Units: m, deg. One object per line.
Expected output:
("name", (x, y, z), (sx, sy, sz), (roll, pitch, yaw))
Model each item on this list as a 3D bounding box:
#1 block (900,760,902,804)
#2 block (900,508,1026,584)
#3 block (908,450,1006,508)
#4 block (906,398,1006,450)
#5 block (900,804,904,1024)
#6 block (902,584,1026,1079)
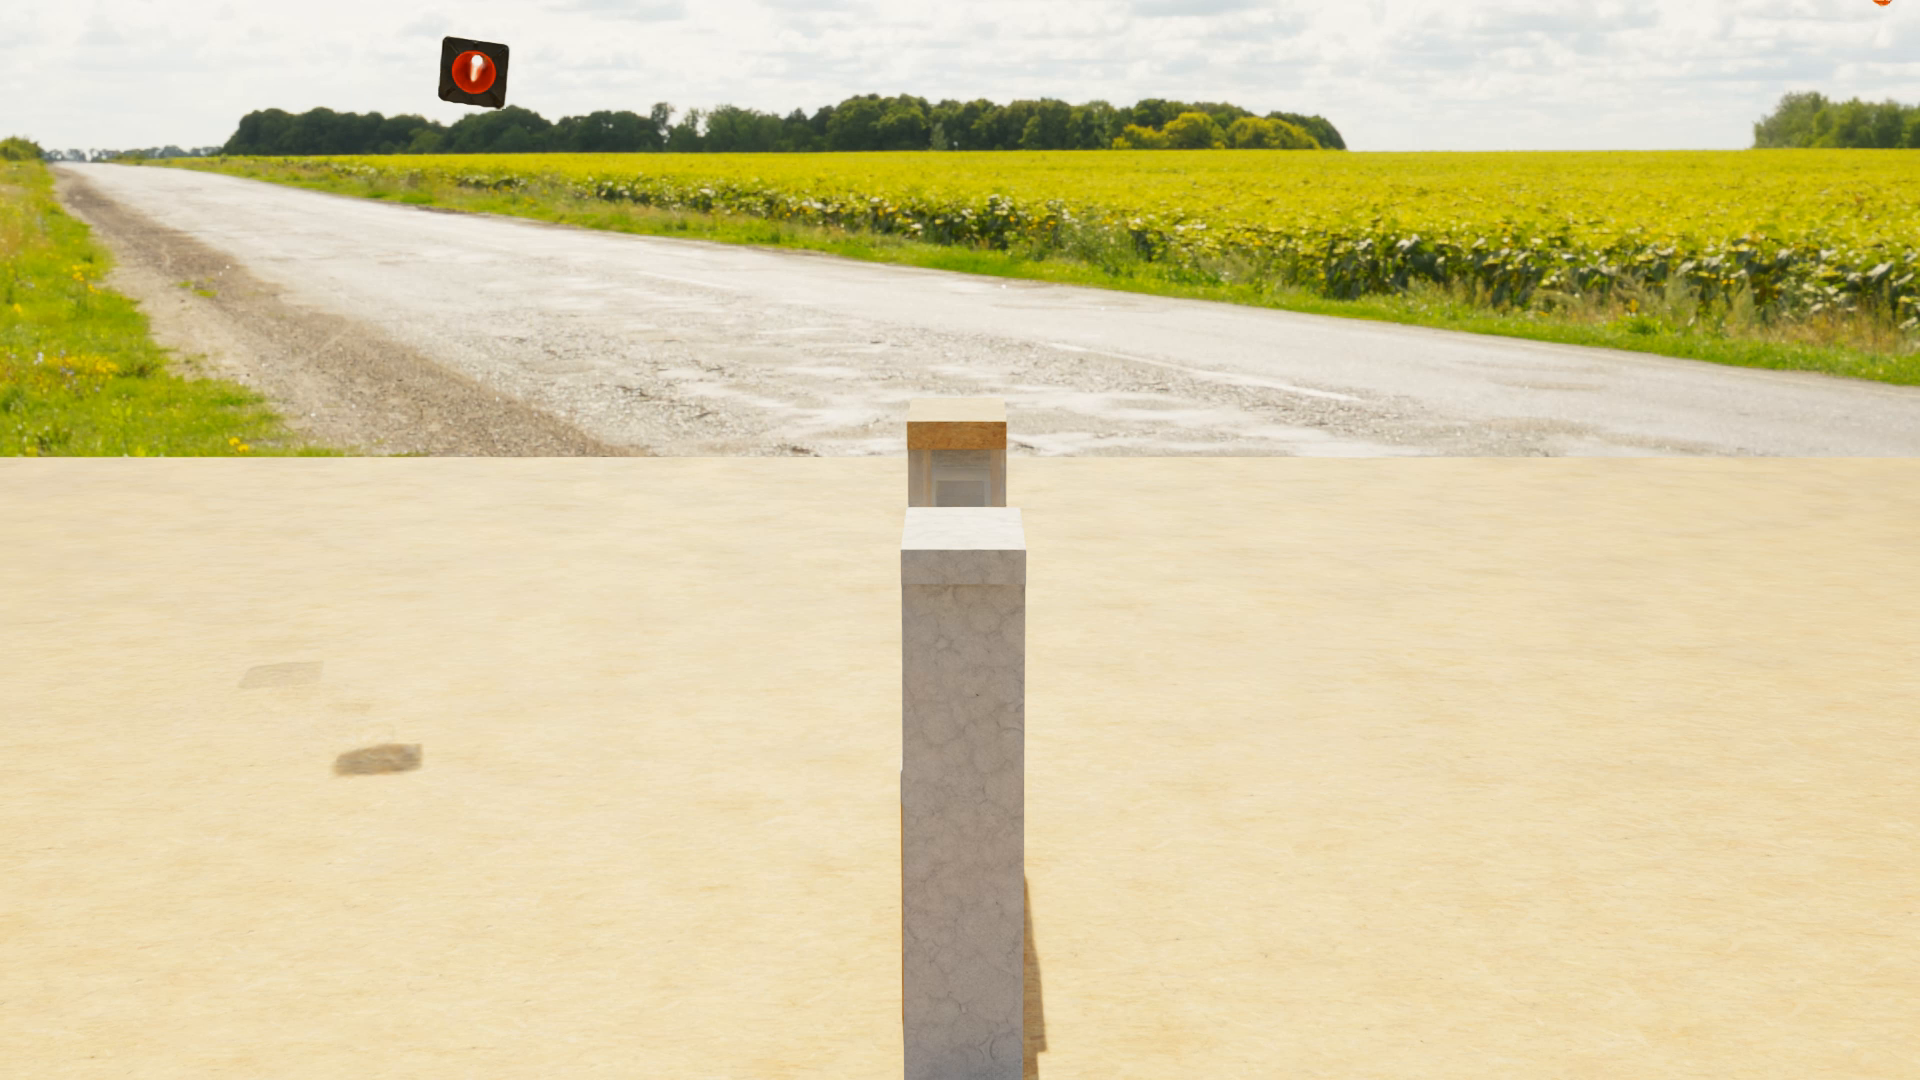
("block", (0.002, 0.310, 3.202), (0.168, 0.048, 0.337), (0, 11, 0))
("block", (0.005, 0.005, 2.883), (0.156, 0.044, 0.312), (0, 11, 0))
("block", (-0.005, 0.079, 3.811), (0.168, 0.494, 0.048), (0, 11, 0))
("block", (-0.005, -0.207, 3.872), (0.168, 0.048, 0.337), (0, 11, 0))
("block", (0.002, 0.519, 3.127), (0.168, 0.337, 0.048), (0, 11, 0))
("block", (0.004, 0.388, 2.848), (0.156, 0.697, 0.044), (0, 11, 0))
